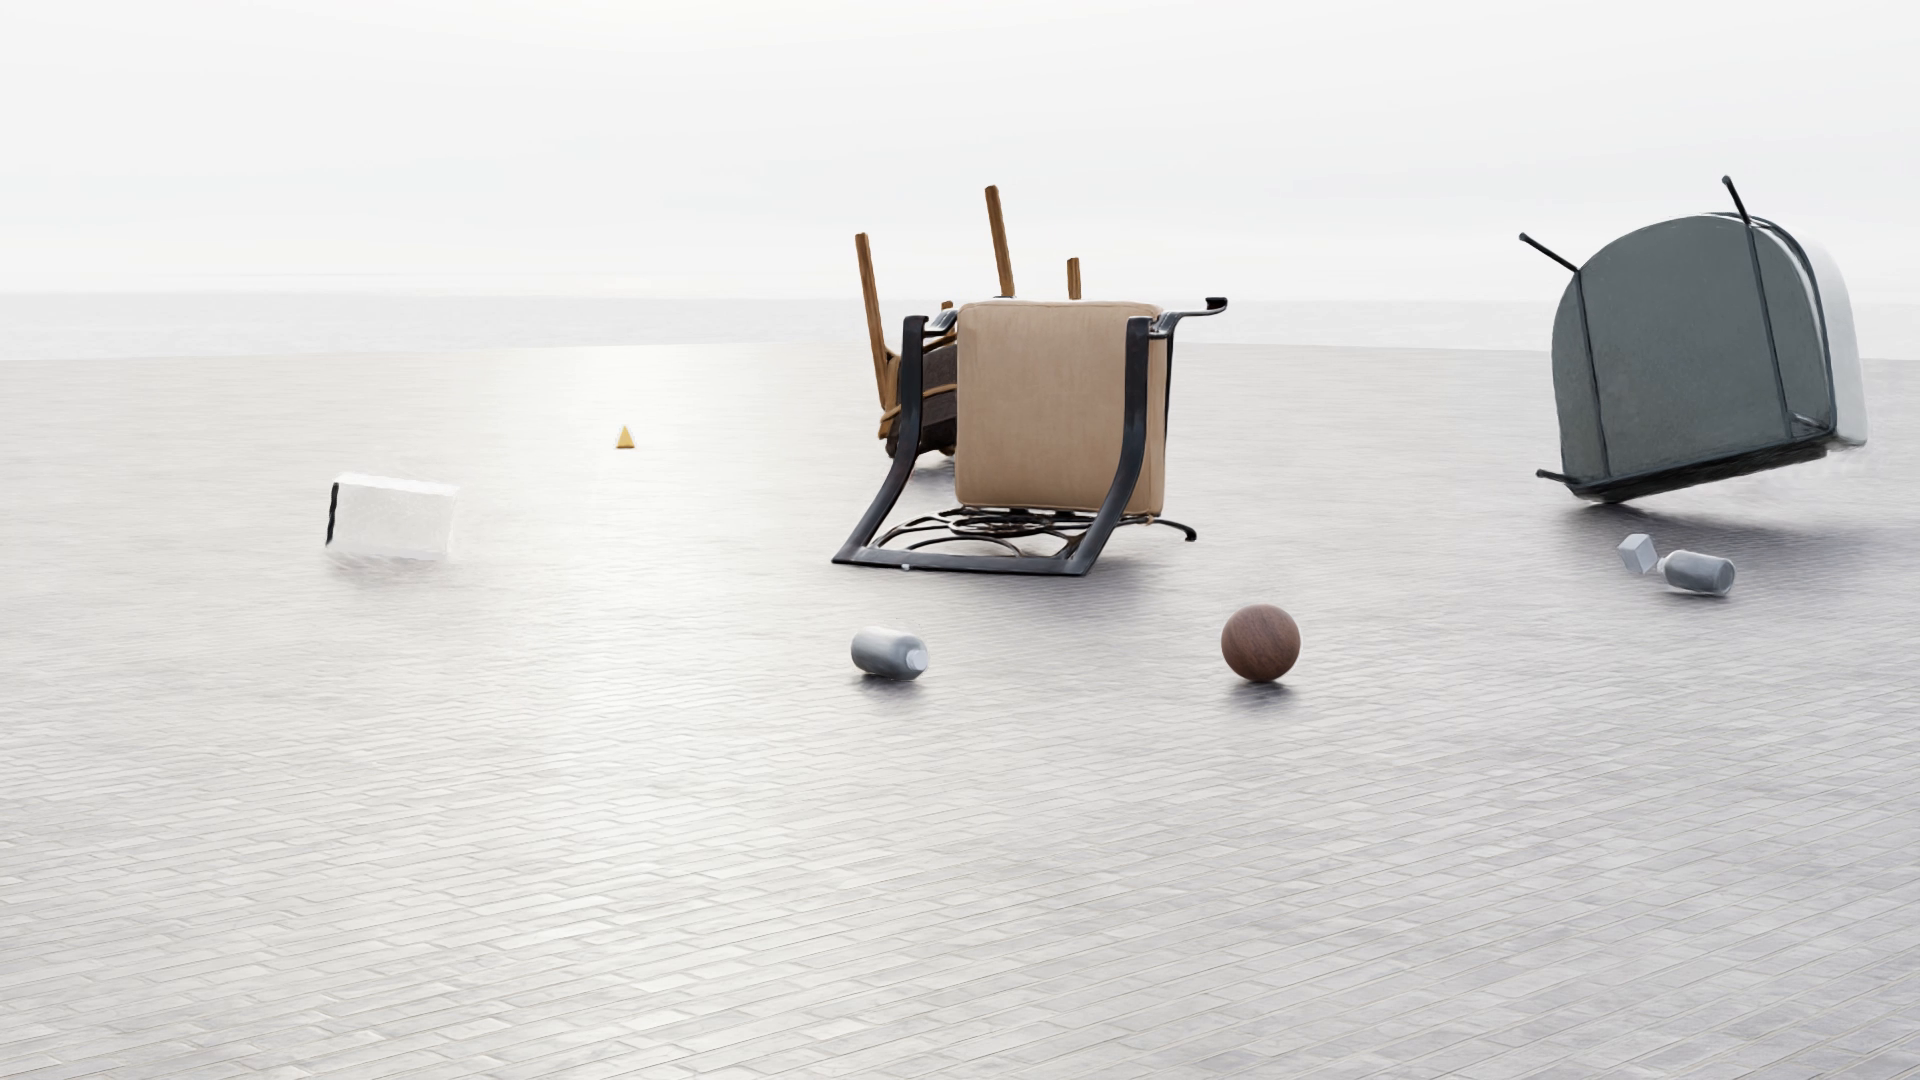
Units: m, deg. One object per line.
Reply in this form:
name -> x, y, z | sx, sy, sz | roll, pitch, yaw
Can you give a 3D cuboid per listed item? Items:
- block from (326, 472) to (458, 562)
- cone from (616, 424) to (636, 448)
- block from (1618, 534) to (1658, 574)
block -> -1.328, -0.055, 6.016 | 0.271, 0.154, 0.272 | 7, 5, -9
cone -> -0.869, -0.272, 6.661 | 0.051, 0.062, 0.057 | 1, -8, -29
block -> 1.510, 0.029, 5.714 | 0.054, 0.066, 0.047 | -40, 25, -25
